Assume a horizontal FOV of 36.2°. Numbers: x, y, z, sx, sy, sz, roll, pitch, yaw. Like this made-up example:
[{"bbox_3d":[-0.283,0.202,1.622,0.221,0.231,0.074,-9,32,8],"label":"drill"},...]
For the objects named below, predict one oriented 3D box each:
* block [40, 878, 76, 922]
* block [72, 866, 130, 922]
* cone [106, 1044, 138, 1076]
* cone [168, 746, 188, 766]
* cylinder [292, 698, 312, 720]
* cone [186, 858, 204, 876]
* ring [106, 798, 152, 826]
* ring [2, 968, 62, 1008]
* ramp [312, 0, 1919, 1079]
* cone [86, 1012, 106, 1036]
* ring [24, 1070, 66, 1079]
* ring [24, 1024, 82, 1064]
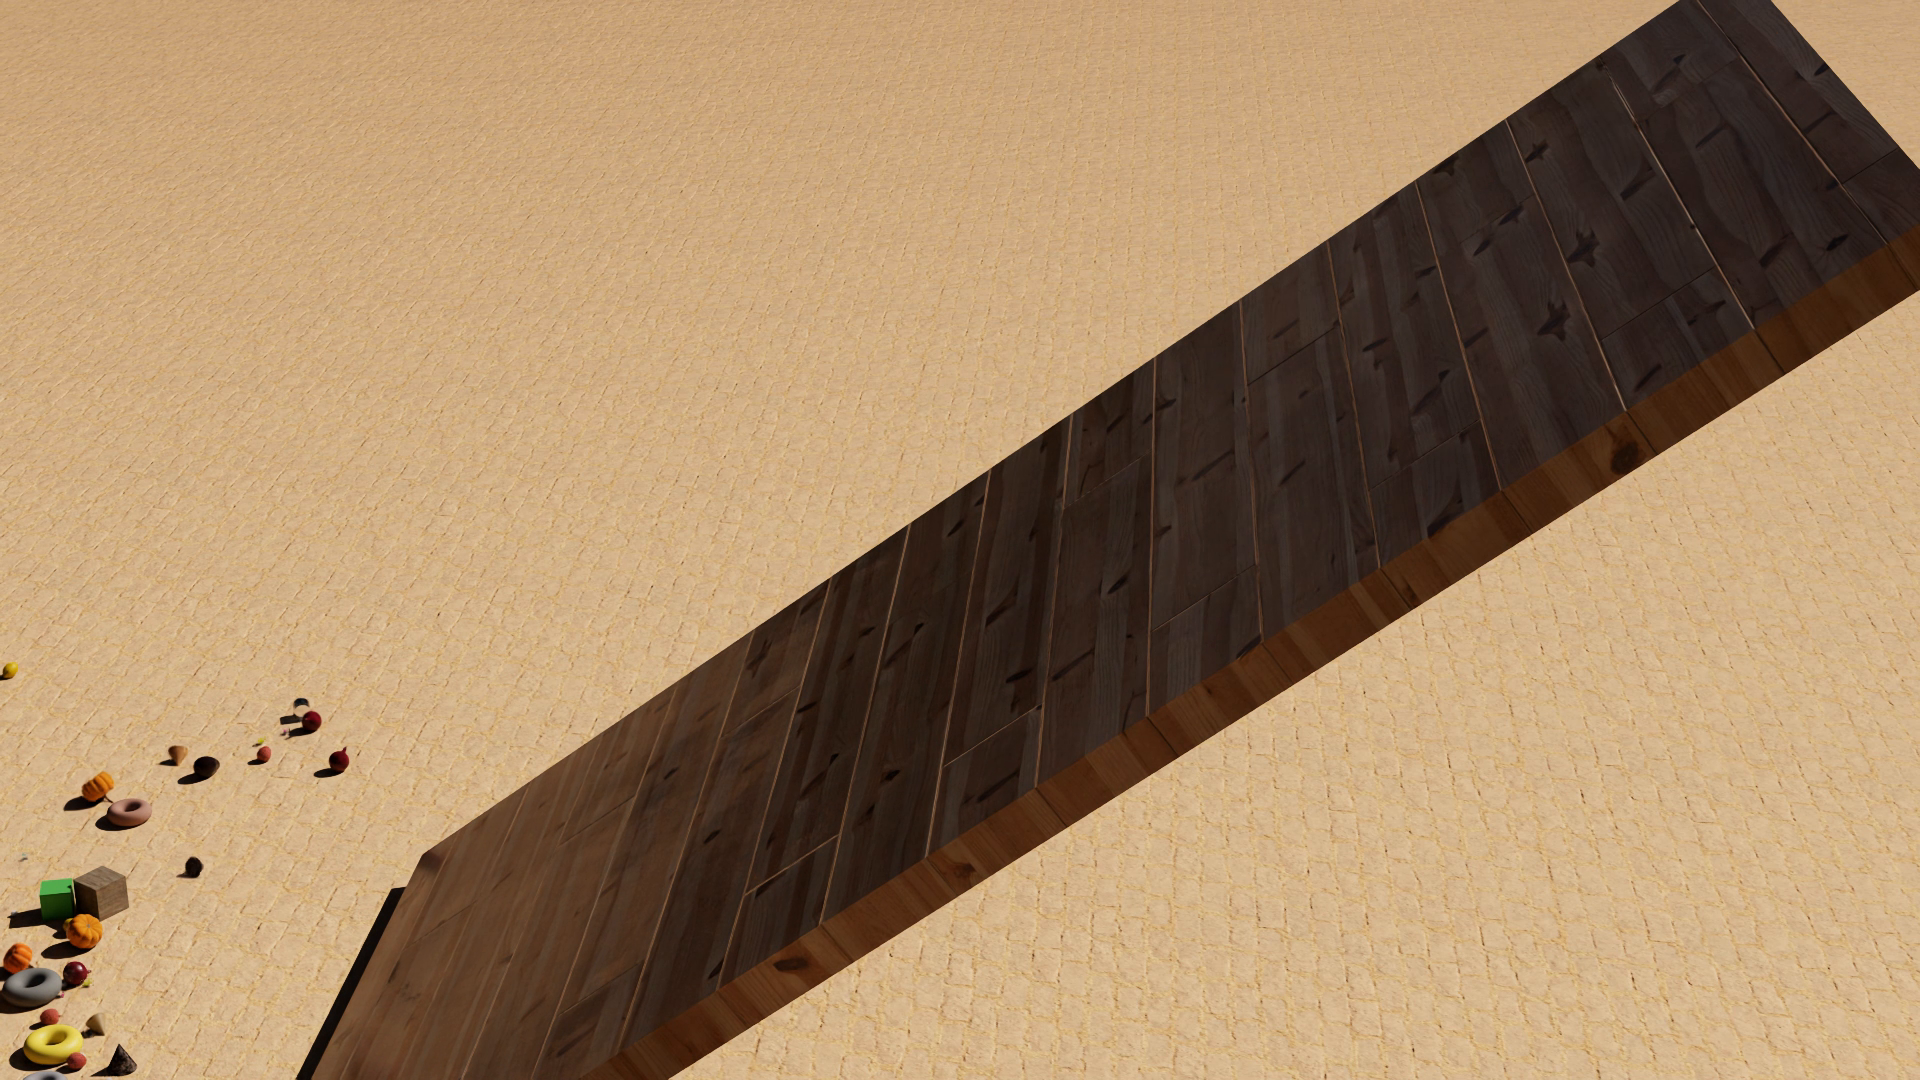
[{"bbox_3d":[-2.347,0.935,7.649,0.077,0.077,0.077,-5,23,-11],"label":"block"},{"bbox_3d":[-2.237,0.921,7.660,0.094,0.094,0.094,16,27,33],"label":"block"},{"bbox_3d":[-1.988,1.221,6.964,0.070,0.070,0.070,0,22,0],"label":"cone"},{"bbox_3d":[-2.248,0.630,8.456,0.056,0.056,0.056,-3,49,-8],"label":"cone"},{"bbox_3d":[-1.954,0.503,8.730,0.052,0.052,0.052,-6,27,-15],"label":"cylinder"},{"bbox_3d":[-2.035,0.875,7.865,0.053,0.053,0.053,8,-3,19],"label":"cone"},{"bbox_3d":[-2.298,0.754,8.137,0.122,0.041,0.122,1,22,-1],"label":"ring"},{"bbox_3d":[-2.294,1.106,7.273,0.144,0.048,0.144,-1,23,1],"label":"ring"},{"bbox_3d":[0.130,0.178,6.320,4.000,0.100,2.000,-34,16,16],"label":"ramp"},{"bbox_3d":[-2.081,1.182,7.121,0.052,0.052,0.052,-18,55,-37],"label":"cone"},{"bbox_3d":[-2.140,1.279,6.867,0.116,0.039,0.116,1,21,0],"label":"ring"},{"bbox_3d":[-2.168,1.207,7.033,0.138,0.046,0.138,1,23,0],"label":"ring"}]
